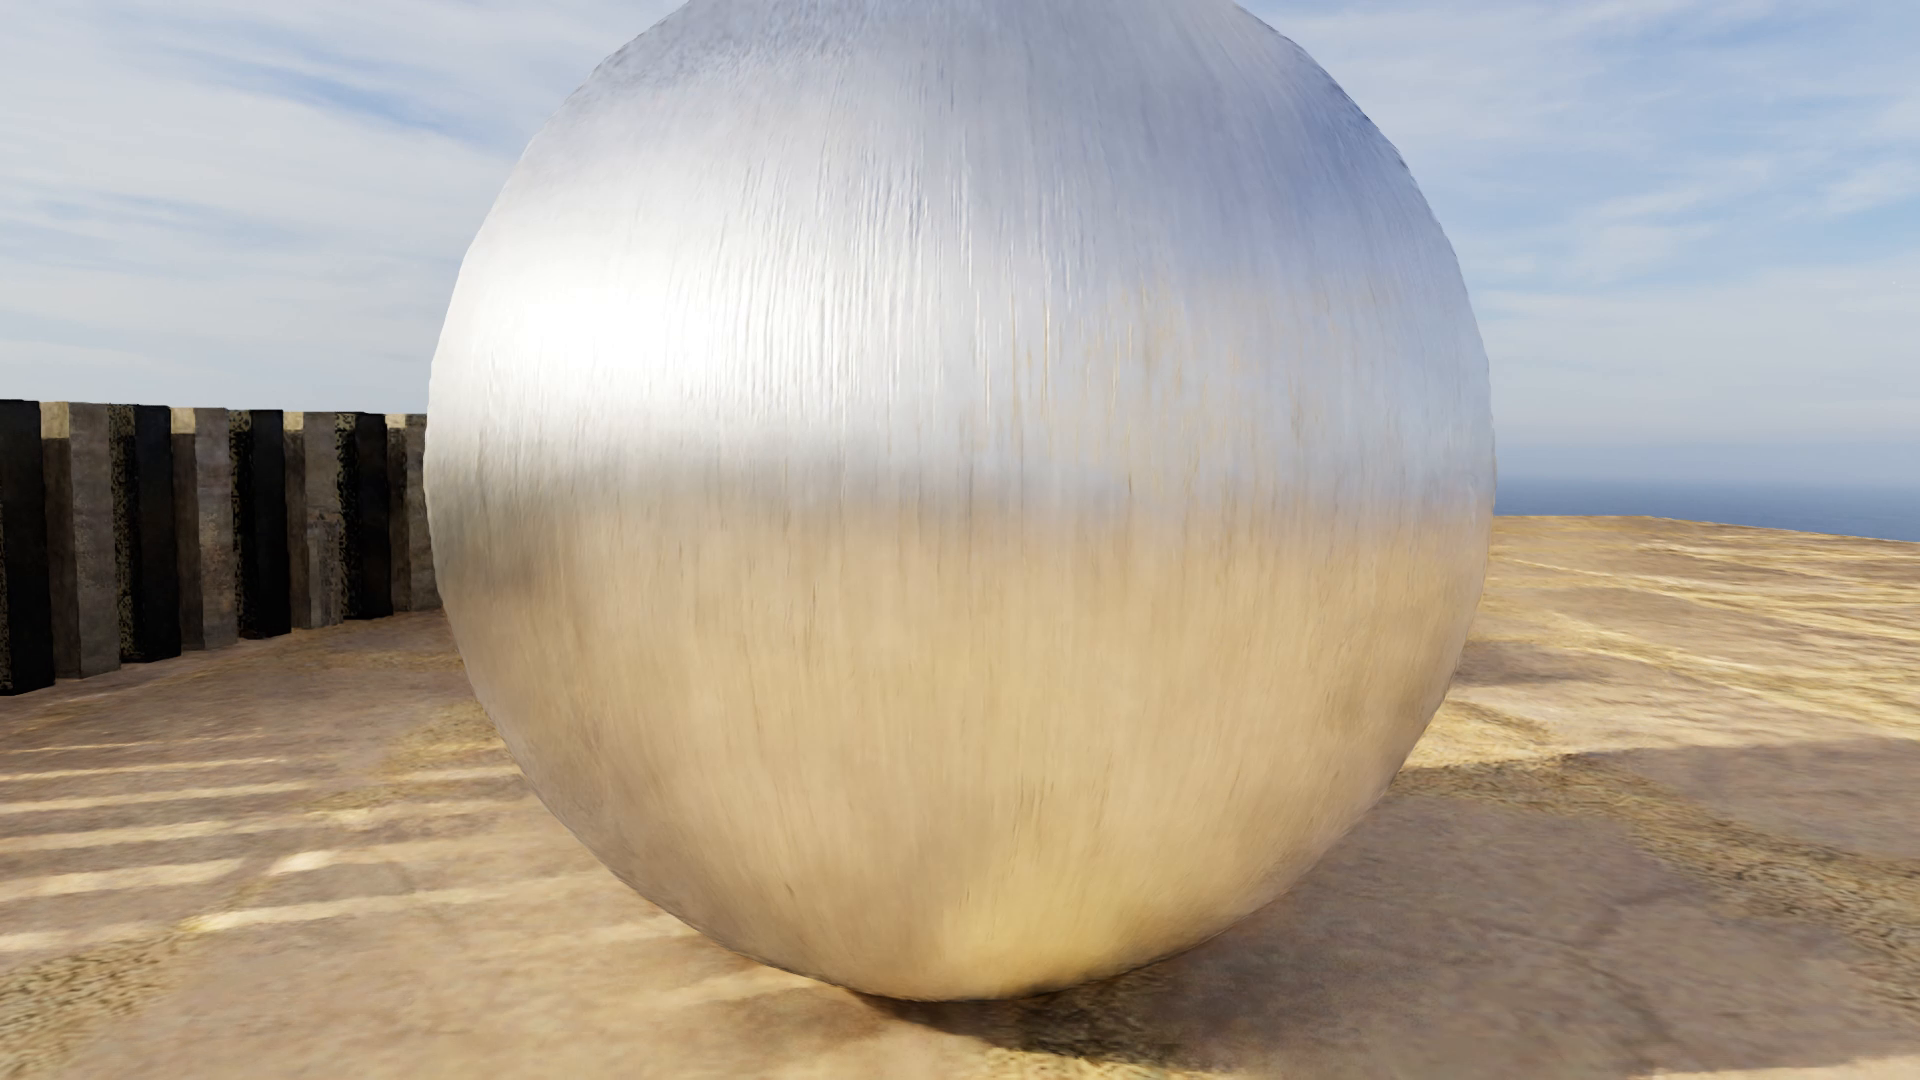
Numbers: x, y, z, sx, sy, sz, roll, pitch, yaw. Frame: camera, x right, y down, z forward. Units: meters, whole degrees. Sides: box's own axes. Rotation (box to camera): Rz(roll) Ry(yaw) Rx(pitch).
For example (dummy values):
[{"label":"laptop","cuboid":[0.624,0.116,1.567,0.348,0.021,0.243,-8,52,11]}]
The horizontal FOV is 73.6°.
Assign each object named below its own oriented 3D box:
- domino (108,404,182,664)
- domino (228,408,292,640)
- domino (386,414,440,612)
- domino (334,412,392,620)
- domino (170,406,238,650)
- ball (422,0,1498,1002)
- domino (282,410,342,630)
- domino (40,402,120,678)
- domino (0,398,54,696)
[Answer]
[{"label":"domino","cuboid":[-0.170,-0.001,0.253,0.025,0.050,0.010,1,4,7]},{"label":"domino","cuboid":[-0.164,-0.004,0.285,0.025,0.050,0.009,1,4,13]},{"label":"domino","cuboid":[-0.148,-0.007,0.332,0.025,0.050,0.009,2,5,25]},{"label":"domino","cuboid":[-0.154,-0.006,0.317,0.025,0.050,0.010,2,5,21]},{"label":"domino","cuboid":[-0.167,-0.003,0.269,0.025,0.050,0.010,1,4,10]},{"label":"ball","cuboid":[0.000,-0.005,0.103,0.080,0.080,0.080,0,4,0]},{"label":"domino","cuboid":[-0.160,-0.005,0.301,0.025,0.050,0.009,1,4,17]},{"label":"domino","cuboid":[-0.171,0.000,0.237,0.025,0.050,0.009,0,4,5]},{"label":"domino","cuboid":[-0.172,0.001,0.220,0.025,0.050,0.010,0,4,2]}]
